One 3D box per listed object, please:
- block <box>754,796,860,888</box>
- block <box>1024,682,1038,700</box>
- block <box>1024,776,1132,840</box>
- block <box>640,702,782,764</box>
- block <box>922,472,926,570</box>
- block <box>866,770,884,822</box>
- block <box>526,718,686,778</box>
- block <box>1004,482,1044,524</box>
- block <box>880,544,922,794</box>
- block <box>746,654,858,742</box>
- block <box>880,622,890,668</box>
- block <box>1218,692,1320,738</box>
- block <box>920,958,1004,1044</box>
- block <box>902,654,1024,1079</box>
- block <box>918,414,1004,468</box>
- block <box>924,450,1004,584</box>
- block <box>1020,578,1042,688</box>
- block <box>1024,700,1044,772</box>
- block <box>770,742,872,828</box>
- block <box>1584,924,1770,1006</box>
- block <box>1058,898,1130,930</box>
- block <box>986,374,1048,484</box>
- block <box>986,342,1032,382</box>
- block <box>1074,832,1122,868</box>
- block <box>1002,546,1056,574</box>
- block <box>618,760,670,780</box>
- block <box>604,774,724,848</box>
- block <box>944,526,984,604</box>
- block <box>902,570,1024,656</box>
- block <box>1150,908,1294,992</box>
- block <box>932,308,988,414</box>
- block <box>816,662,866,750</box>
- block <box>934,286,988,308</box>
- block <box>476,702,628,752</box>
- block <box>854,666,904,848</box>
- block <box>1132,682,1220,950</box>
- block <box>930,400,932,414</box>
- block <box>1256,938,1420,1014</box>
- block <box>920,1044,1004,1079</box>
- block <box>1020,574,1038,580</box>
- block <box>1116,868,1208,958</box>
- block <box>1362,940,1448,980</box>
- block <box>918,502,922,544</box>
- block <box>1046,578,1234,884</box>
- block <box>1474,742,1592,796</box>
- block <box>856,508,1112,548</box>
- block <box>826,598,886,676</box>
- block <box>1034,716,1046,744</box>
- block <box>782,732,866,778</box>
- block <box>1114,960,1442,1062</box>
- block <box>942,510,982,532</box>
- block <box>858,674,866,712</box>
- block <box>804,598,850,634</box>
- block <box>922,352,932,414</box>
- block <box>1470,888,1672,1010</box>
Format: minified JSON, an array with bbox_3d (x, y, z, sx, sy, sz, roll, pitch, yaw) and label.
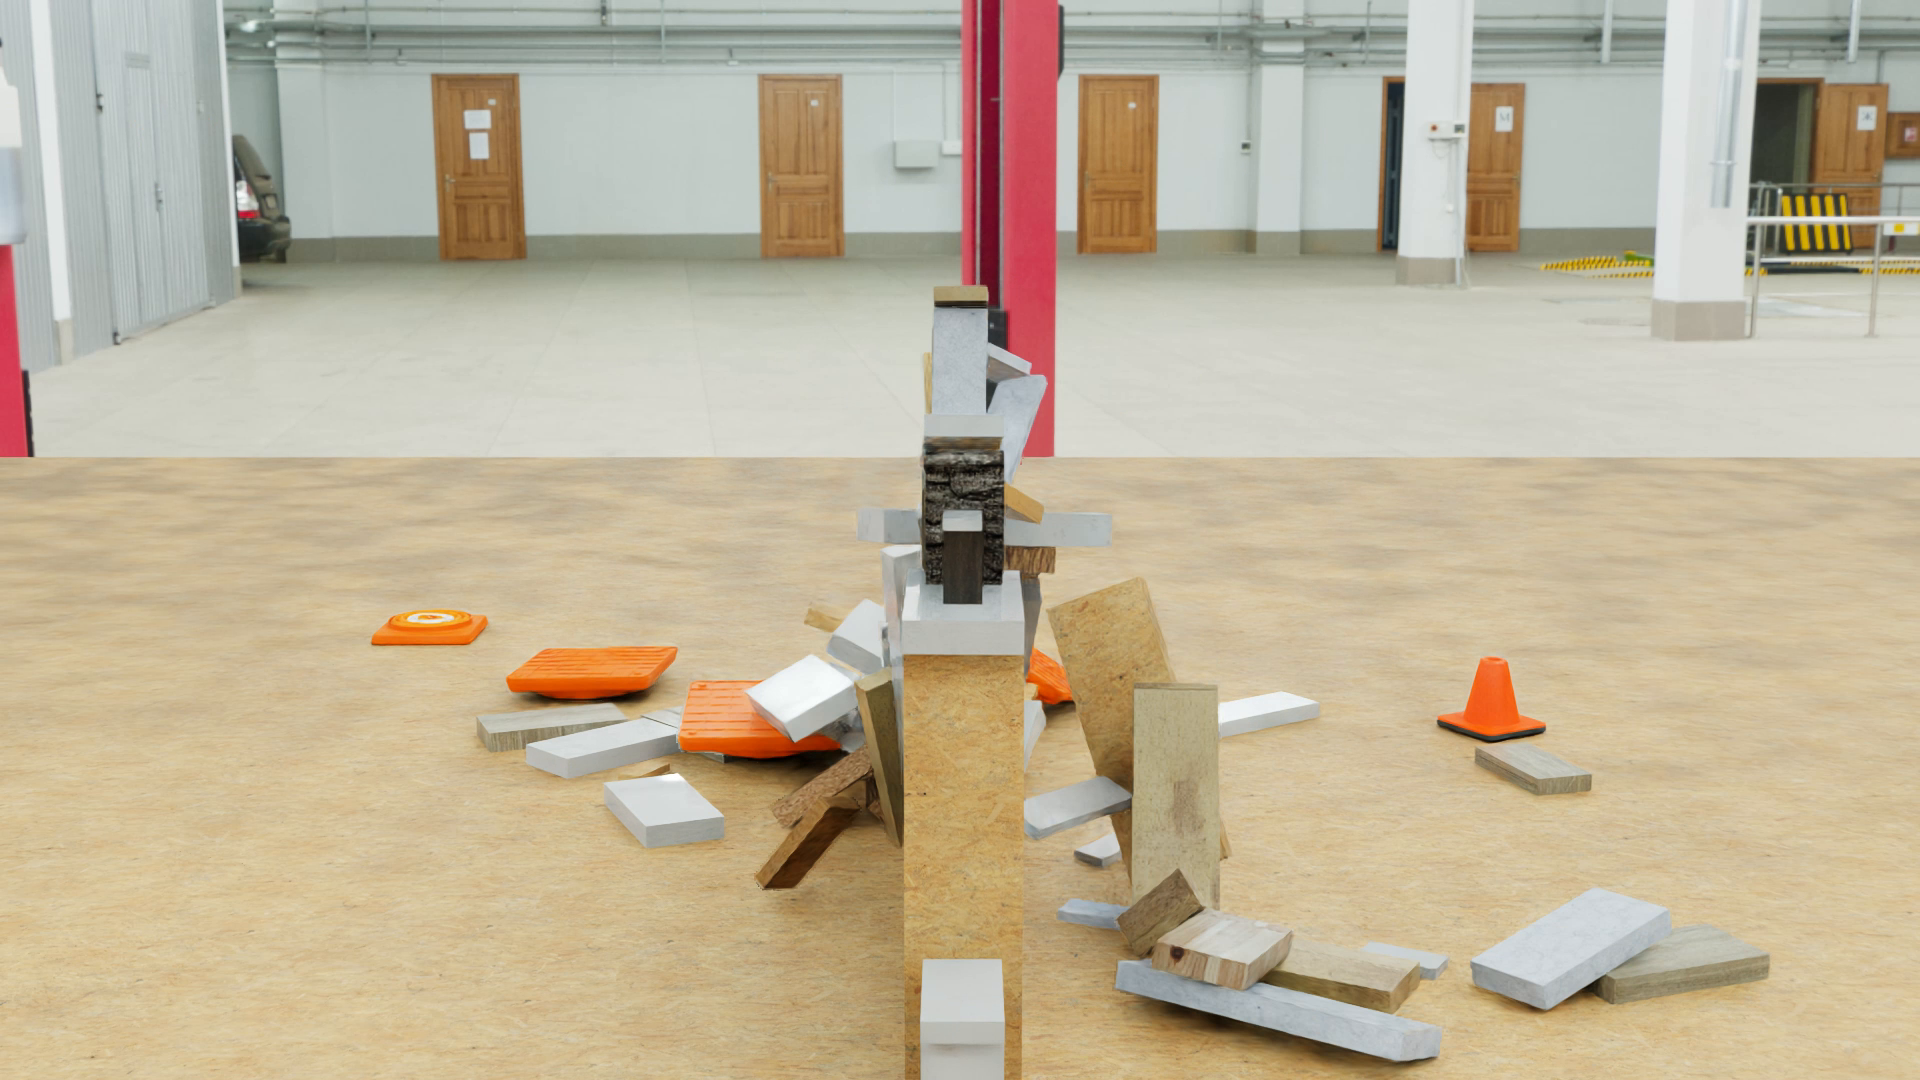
[{"bbox_3d":[-0.252,0.501,3.636,0.026,0.182,0.091,45,14,27],"label":"block"},{"bbox_3d":[0.072,0.365,4.471,0.115,0.033,0.230,12,38,13],"label":"block"},{"bbox_3d":[0.178,0.430,3.546,0.069,0.020,0.313,32,20,27],"label":"block"},{"bbox_3d":[-0.518,0.399,4.576,0.148,0.042,0.296,-10,15,-41],"label":"block"},{"bbox_3d":[0.000,-0.008,2.931,0.100,0.028,0.245,0,-33,0],"label":"block"},{"bbox_3d":[-0.102,0.378,4.153,0.160,0.045,0.320,-37,25,18],"label":"block"},{"bbox_3d":[-0.716,0.421,4.464,0.291,0.041,0.145,-10,14,-43],"label":"block"},{"bbox_3d":[0.043,-0.059,3.033,0.093,0.026,0.186,11,-6,21],"label":"block"},{"bbox_3d":[-0.034,0.248,3.786,0.160,0.532,0.045,-16,25,-26],"label":"block"},{"bbox_3d":[-0.307,0.307,4.306,0.157,0.044,0.313,-29,16,-13],"label":"block"},{"bbox_3d":[-0.089,0.230,3.871,0.091,0.182,0.026,-5,20,-4],"label":"block"},{"bbox_3d":[0.628,0.375,4.736,0.288,0.033,0.117,-7,13,-35],"label":"block"},{"bbox_3d":[0.003,0.559,2.673,0.099,0.028,0.198,0,11,0],"label":"block"},{"bbox_3d":[0.004,0.435,2.804,0.150,0.620,0.043,0,11,0],"label":"block"},{"bbox_3d":[0.000,-0.128,2.875,0.100,0.028,0.201,0,-9,-3],"label":"block"},{"bbox_3d":[0.006,-0.027,2.833,0.100,0.201,0.028,0,40,0],"label":"block"},{"bbox_3d":[0.038,0.159,3.361,0.140,0.280,0.040,-1,53,-7],"label":"block"},{"bbox_3d":[0.066,0.406,4.265,0.139,0.039,0.277,-1,31,16],"label":"block"},{"bbox_3d":[-0.189,0.412,4.013,0.313,0.044,0.157,-36,-5,25],"label":"block"},{"bbox_3d":[1.057,0.637,3.310,0.280,0.040,0.140,-4,11,-21],"label":"block"},{"bbox_3d":[0.227,0.604,3.543,0.125,0.018,0.063,5,12,24],"label":"block"},{"bbox_3d":[0.064,-0.156,3.062,0.063,0.018,0.188,9,57,17],"label":"block"},{"bbox_3d":[0.033,-0.250,3.036,0.063,0.018,0.127,-8,-20,42],"label":"block"},{"bbox_3d":[0.266,0.541,3.856,0.063,0.018,0.125,12,19,42],"label":"block"},{"bbox_3d":[0.052,0.024,3.308,0.140,0.040,0.280,1,1,-7],"label":"block"},{"bbox_3d":[-0.623,0.457,4.343,0.052,0.015,0.104,5,12,26],"label":"block"},{"bbox_3d":[-0.548,0.497,4.054,0.145,0.041,0.291,-5,11,-23],"label":"block"},{"bbox_3d":[0.004,0.031,2.770,0.049,0.099,0.014,0,14,0],"label":"block"},{"bbox_3d":[0.004,0.091,2.836,0.150,0.043,0.301,0,11,0],"label":"block"},{"bbox_3d":[0.384,0.592,3.191,0.136,0.039,0.272,11,5,21],"label":"block"},{"bbox_3d":[0.000,-0.226,2.789,0.068,0.136,0.019,0,5,-3],"label":"block"},{"bbox_3d":[-0.213,0.342,4.405,0.148,0.042,0.296,28,14,-8],"label":"block"},{"bbox_3d":[0.002,-0.299,2.828,0.068,0.019,0.136,0,-9,1],"label":"block"},{"bbox_3d":[-0.855,0.393,4.618,0.291,0.041,0.145,-4,11,-22],"label":"block"},{"bbox_3d":[-0.076,0.365,3.858,0.160,0.320,0.045,-23,28,-23],"label":"block"},{"bbox_3d":[0.342,0.435,3.494,0.136,0.433,0.039,1,-27,4],"label":"block"},{"bbox_3d":[-0.004,-0.212,2.879,0.068,0.136,0.019,0,3,-2],"label":"block"},{"bbox_3d":[0.532,0.643,3.276,0.272,0.039,0.136,6,12,29],"label":"block"},{"bbox_3d":[0.003,0.682,2.629,0.099,0.198,0.028,0,11,0],"label":"block"},{"bbox_3d":[0.031,0.122,3.567,0.140,0.280,0.040,-3,54,-14],"label":"block"},{"bbox_3d":[0.307,0.568,3.352,0.020,0.139,0.069,11,42,-53],"label":"block"},{"bbox_3d":[0.674,0.640,3.349,0.125,0.018,0.063,6,12,30],"label":"block"},{"bbox_3d":[-0.007,0.003,3.072,0.093,0.026,0.186,1,-27,3],"label":"block"},{"bbox_3d":[0.301,0.323,3.715,0.170,0.490,0.048,-20,-13,15],"label":"block"},{"bbox_3d":[1.127,0.450,4.333,0.117,0.033,0.235,-3,11,-17],"label":"block"},{"bbox_3d":[0.034,-0.019,3.230,0.340,0.048,0.170,1,1,-16],"label":"block"},{"bbox_3d":[-0.071,0.241,4.188,0.340,0.048,0.170,28,27,7],"label":"block"},{"bbox_3d":[0.074,0.410,4.329,0.115,0.033,0.230,5,33,24],"label":"block"},{"bbox_3d":[-0.215,0.420,4.467,0.148,0.042,0.350,-9,14,-39],"label":"block"},{"bbox_3d":[0.443,0.657,3.094,0.440,0.040,0.140,7,-4,35],"label":"block"},{"bbox_3d":[0.003,-0.025,2.757,0.050,0.014,0.099,0,8,0],"label":"block"},{"bbox_3d":[-0.125,0.314,4.492,0.157,0.044,0.313,32,14,-10],"label":"block"},{"bbox_3d":[-0.203,0.186,4.559,0.235,0.033,0.117,20,9,-3],"label":"block"},{"bbox_3d":[-0.016,-0.194,2.964,0.063,0.127,0.018,-1,-27,-4],"label":"block"},{"bbox_3d":[0.910,0.605,3.272,0.280,0.040,0.140,-21,17,-30],"label":"block"}]
